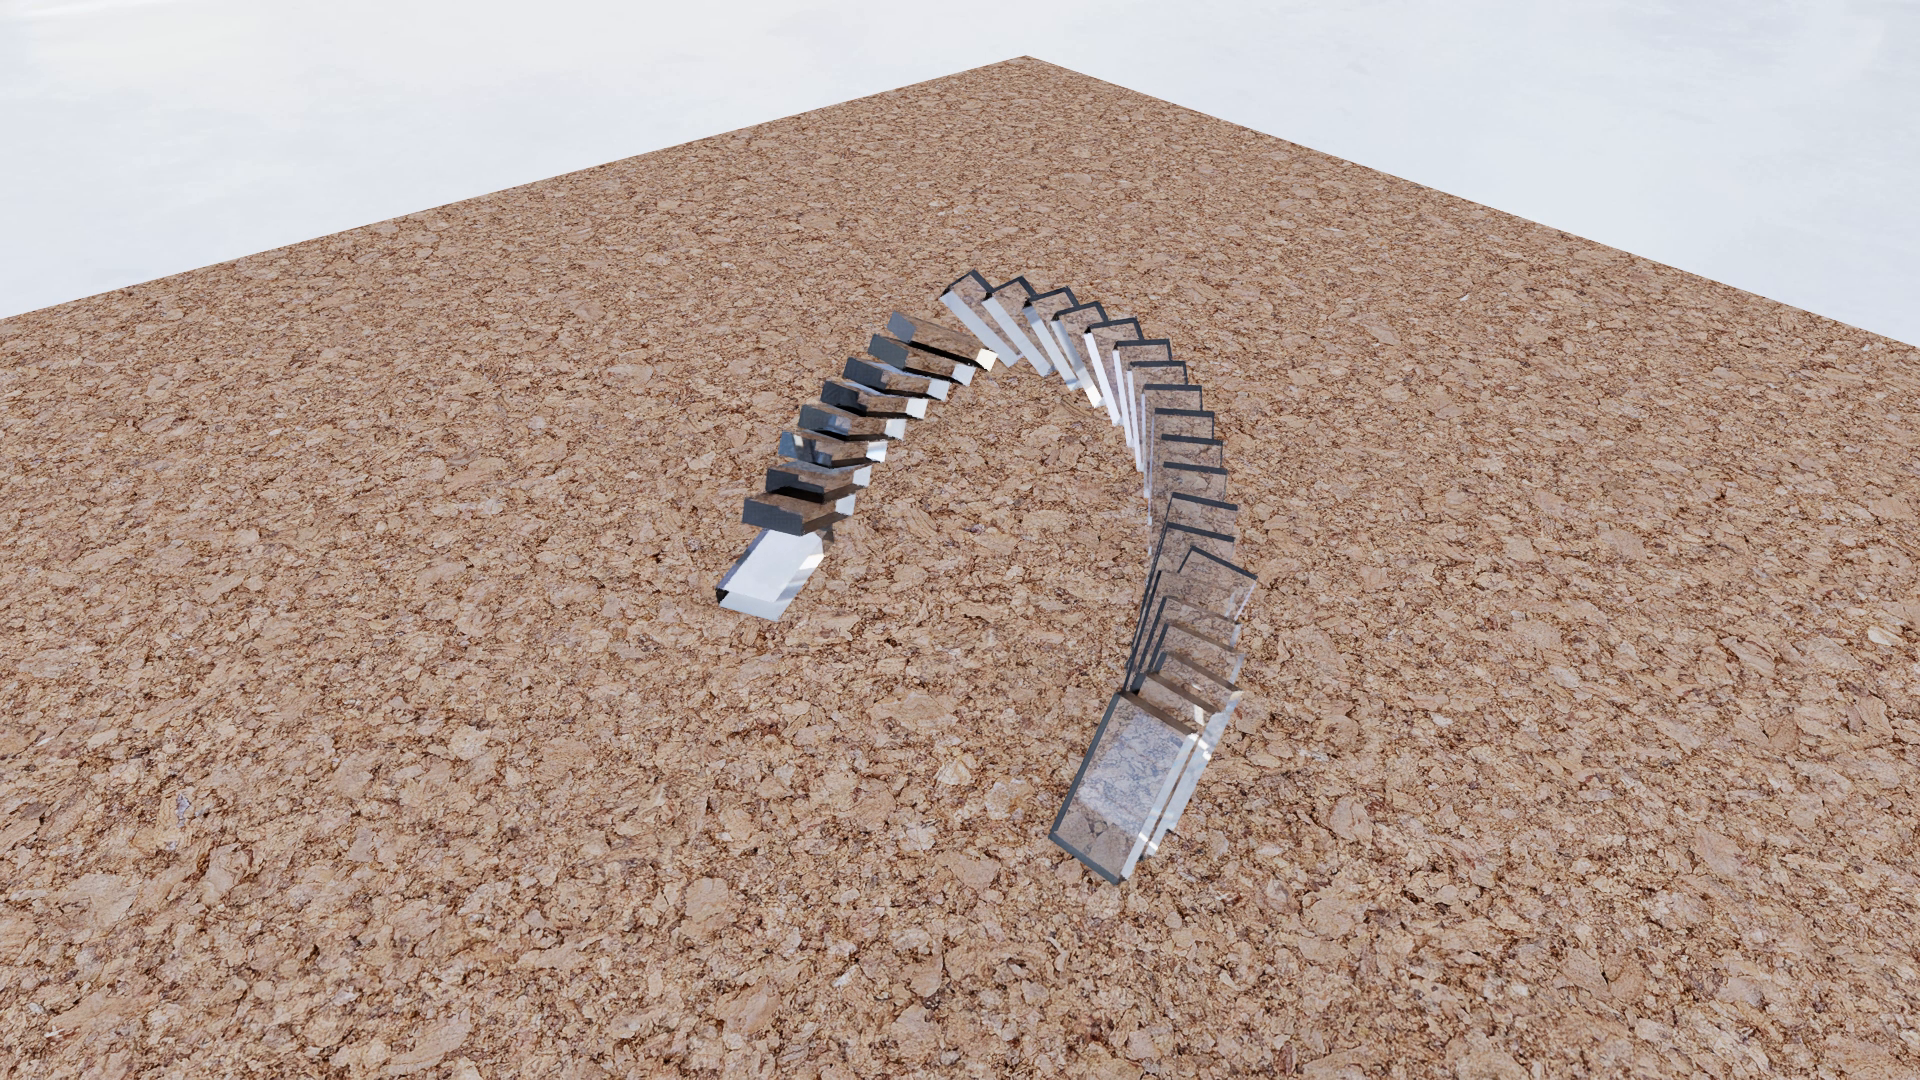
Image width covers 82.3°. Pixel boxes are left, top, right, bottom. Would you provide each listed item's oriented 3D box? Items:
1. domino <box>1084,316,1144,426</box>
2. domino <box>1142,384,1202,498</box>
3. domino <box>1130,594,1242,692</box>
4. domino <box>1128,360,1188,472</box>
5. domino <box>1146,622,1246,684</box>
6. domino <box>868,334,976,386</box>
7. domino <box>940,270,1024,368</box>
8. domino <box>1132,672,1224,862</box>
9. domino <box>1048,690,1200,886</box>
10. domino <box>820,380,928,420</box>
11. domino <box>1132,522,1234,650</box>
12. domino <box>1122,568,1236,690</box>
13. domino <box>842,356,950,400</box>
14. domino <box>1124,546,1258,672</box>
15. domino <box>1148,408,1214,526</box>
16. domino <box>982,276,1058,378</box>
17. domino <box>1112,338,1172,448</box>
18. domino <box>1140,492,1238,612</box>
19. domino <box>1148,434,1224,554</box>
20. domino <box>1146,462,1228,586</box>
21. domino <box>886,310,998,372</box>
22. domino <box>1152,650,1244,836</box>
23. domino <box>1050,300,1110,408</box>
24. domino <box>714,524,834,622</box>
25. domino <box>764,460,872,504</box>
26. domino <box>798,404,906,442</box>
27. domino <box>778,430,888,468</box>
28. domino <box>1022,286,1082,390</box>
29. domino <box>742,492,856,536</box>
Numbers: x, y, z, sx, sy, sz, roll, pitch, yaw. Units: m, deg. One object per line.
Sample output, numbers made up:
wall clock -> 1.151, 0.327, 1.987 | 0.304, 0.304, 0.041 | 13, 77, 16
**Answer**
domino -> 0.079, -0.080, 0.522 | 0.025, 0.009, 0.050 | -11, 72, -14
domino -> 0.092, -0.043, 0.477 | 0.025, 0.009, 0.050 | 1, 70, 2
domino -> 0.071, 0.046, 0.358 | 0.025, 0.050, 0.010 | 22, 9, 25
domino -> 0.090, -0.056, 0.492 | 0.025, 0.010, 0.050 | -1, 70, -2
domino -> 0.069, 0.054, 0.348 | 0.025, 0.050, 0.009 | 24, 10, 26
domino -> -0.018, -0.086, 0.529 | 0.025, 0.009, 0.050 | 32, 18, 34
domino -> 0.016, -0.114, 0.562 | 0.050, 0.010, 0.025 | 45, 49, 2
domino -> 0.056, 0.068, 0.332 | 0.025, 0.050, 0.009 | 29, 12, 31
domino -> 0.048, 0.073, 0.325 | 0.025, 0.050, 0.009 | 29, 12, 31
domino -> -0.039, -0.064, 0.503 | 0.025, 0.009, 0.050 | 22, 15, 25
domino -> 0.081, 0.020, 0.400 | 0.025, 0.009, 0.050 | 14, 71, 16
domino -> 0.072, 0.037, 0.369 | 0.025, 0.050, 0.010 | 18, 8, 21
domino -> -0.029, -0.076, 0.517 | 0.025, 0.009, 0.050 | 26, 16, 28
domino -> 0.081, 0.030, 0.385 | 0.025, 0.009, 0.050 | 27, 78, 20
domino -> 0.093, -0.030, 0.462 | 0.025, 0.009, 0.050 | 4, 70, 5
domino -> 0.037, -0.108, 0.556 | 0.025, 0.009, 0.050 | -33, 81, -34
domino -> 0.087, -0.068, 0.507 | 0.025, 0.010, 0.050 | -3, 70, -5
domino -> 0.087, 0.008, 0.415 | 0.025, 0.010, 0.050 | 13, 71, 16
domino -> 0.092, -0.017, 0.446 | 0.025, 0.010, 0.050 | 7, 70, 8
domino -> 0.089, -0.005, 0.431 | 0.025, 0.009, 0.050 | 8, 70, 10
domino -> -0.009, -0.098, 0.543 | 0.050, 0.009, 0.025 | 11, 23, -37
domino -> 0.064, 0.062, 0.338 | 0.025, 0.050, 0.009 | 30, 13, 31
domino -> 0.066, -0.091, 0.535 | 0.025, 0.010, 0.050 | -19, 74, -22
domino -> -0.072, 0.009, 0.432 | 0.025, 0.010, 0.050 | 13, 41, 16
domino -> -0.058, -0.026, 0.458 | 0.025, 0.009, 0.050 | 13, 14, 14
domino -> -0.047, -0.052, 0.489 | 0.025, 0.010, 0.050 | 19, 14, 22
domino -> -0.054, -0.040, 0.474 | 0.025, 0.009, 0.050 | 17, 13, 19
domino -> 0.054, -0.101, 0.547 | 0.025, 0.010, 0.050 | -22, 75, -25
domino -> -0.064, -0.013, 0.442 | 0.025, 0.010, 0.050 | 13, 14, 16
